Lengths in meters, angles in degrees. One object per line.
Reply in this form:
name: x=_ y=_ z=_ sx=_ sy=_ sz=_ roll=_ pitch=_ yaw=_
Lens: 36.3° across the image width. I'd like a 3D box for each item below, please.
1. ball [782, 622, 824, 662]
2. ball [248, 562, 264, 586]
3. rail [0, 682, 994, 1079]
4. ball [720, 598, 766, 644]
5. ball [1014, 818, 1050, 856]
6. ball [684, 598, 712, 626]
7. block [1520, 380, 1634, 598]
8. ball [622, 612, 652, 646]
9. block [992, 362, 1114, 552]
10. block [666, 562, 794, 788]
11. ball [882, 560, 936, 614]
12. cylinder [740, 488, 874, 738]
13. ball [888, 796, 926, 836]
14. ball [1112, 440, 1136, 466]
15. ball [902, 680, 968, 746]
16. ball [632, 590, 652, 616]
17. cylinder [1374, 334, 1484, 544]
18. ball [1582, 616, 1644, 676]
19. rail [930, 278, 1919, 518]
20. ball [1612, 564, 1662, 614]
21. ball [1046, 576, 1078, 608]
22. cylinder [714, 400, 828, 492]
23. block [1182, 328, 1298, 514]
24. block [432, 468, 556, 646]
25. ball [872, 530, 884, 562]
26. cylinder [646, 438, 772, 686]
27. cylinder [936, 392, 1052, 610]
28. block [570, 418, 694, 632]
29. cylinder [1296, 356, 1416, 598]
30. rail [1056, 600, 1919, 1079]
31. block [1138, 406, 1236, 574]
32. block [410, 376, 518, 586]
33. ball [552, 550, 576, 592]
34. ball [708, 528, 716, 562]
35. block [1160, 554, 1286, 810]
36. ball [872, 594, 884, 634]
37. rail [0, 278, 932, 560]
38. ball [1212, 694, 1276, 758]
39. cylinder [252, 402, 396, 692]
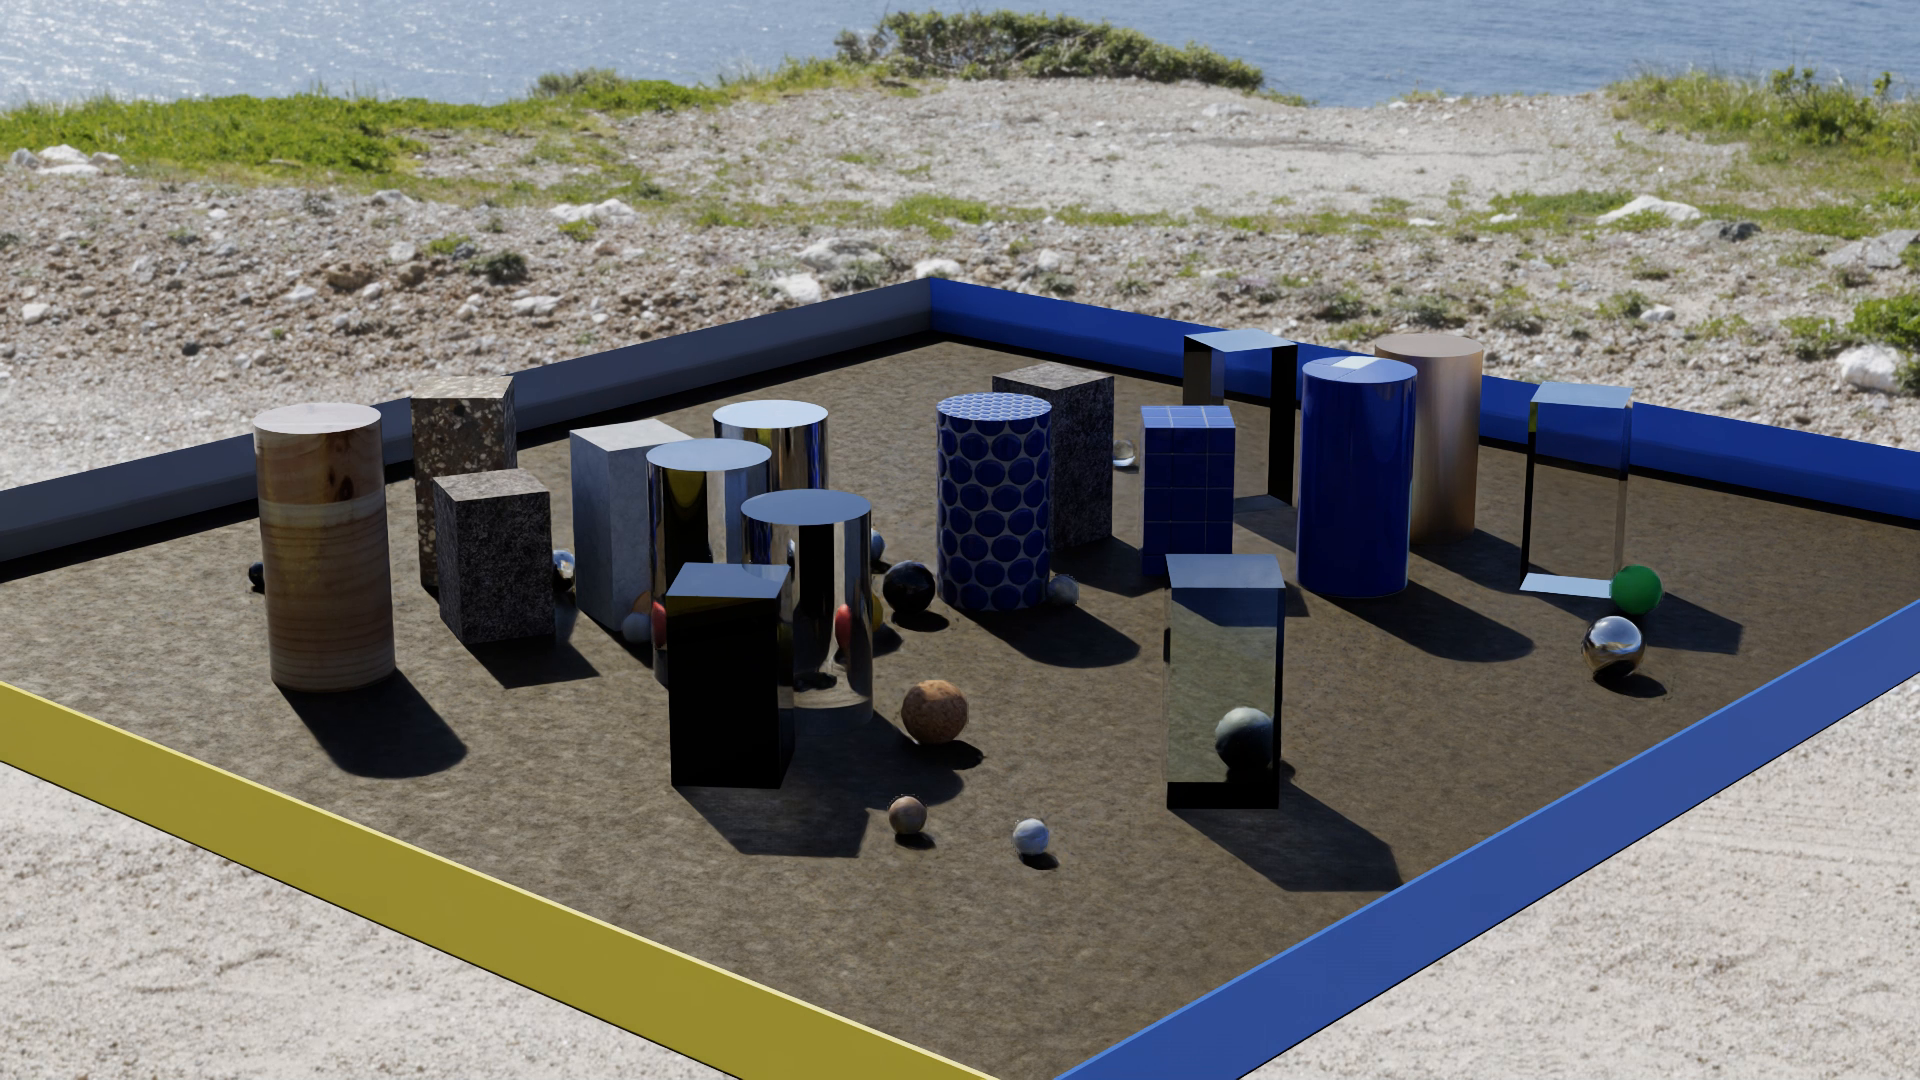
ball: x=-0.257 y=0.166 z=4.786 sx=0.068 sy=0.068 sz=0.068 roll=0 pitch=17 yaw=0
ball: x=-1.237 y=0.060 z=5.181 sx=0.042 sy=0.042 sz=0.042 roll=0 pitch=17 yaw=0
rail: x=-1.001 y=0.365 z=4.016 sx=2.888 sy=0.129 sz=0.045 roll=14 pitch=22 yaw=39
ball: x=-0.362 y=0.135 z=4.873 sx=0.076 sy=0.076 sz=0.076 roll=0 pitch=17 yaw=0
ball: x=0.098 y=0.407 z=4.016 sx=0.050 sy=0.050 sz=0.050 roll=0 pitch=17 yaw=0
ball: x=-0.443 y=0.123 z=4.965 sx=0.047 sy=0.047 sz=0.047 roll=0 pitch=17 yaw=0
block: x=1.086 y=-0.090 z=5.162 sx=0.159 sy=0.341 sz=0.159 roll=6 pitch=18 yaw=18
ball: x=-0.533 y=0.147 z=4.871 sx=0.056 sy=0.056 sz=0.056 roll=0 pitch=17 yaw=0
block: x=0.172 y=-0.156 z=5.439 sx=0.159 sy=0.307 sz=0.159 roll=16 pitch=23 yaw=43
block: x=-0.334 y=0.197 z=4.295 sx=0.159 sy=0.291 sz=0.159 roll=1 pitch=17 yaw=5
ball: x=-0.088 y=0.082 z=5.023 sx=0.092 sy=0.092 sz=0.092 roll=0 pitch=17 yaw=0
cylinder: x=-0.234 y=0.110 z=4.506 sx=0.199 sy=0.336 sz=0.199 roll=0 pitch=17 yaw=0
ball: x=-0.073 y=0.384 z=4.085 sx=0.054 sy=0.054 sz=0.054 roll=0 pitch=17 yaw=0
ball: x=0.328 y=-0.177 z=5.945 sx=0.055 sy=0.055 sz=0.055 roll=0 pitch=17 yaw=0
ball: x=-0.038 y=0.260 z=4.419 sx=0.099 sy=0.099 sz=0.099 roll=0 pitch=17 yaw=0
ball: x=-0.514 y=0.119 z=4.928 sx=0.075 sy=0.075 sz=0.075 roll=0 pitch=17 yaw=0
cylinder: x=0.867 y=-0.191 z=5.471 sx=0.199 sy=0.355 sz=0.199 roll=0 pitch=17 yaw=0
ball: x=1.051 y=0.171 z=4.716 sx=0.098 sy=0.098 sz=0.098 roll=0 pitch=17 yaw=0
rail: x=1.001 y=-0.300 z=6.223 sx=2.888 sy=0.129 sz=0.045 roll=14 pitch=22 yaw=39
ball: x=1.160 y=0.085 z=5.024 sx=0.085 sy=0.085 sz=0.085 roll=0 pitch=17 yaw=0
ball: x=0.176 y=0.090 z=5.063 sx=0.054 sy=0.054 sz=0.054 roll=0 pitch=17 yaw=0
cylinder: x=-0.328 y=-0.065 z=5.116 sx=0.199 sy=0.320 sz=0.199 roll=0 pitch=17 yaw=0
block: x=0.537 y=-0.230 z=5.664 sx=0.159 sy=0.320 sz=0.159 roll=-8 pitch=18 yaw=-24
block: x=-0.785 y=0.026 z=4.939 sx=0.159 sy=0.248 sz=0.159 roll=-7 pitch=18 yaw=-22
ball: x=-0.168 y=0.010 z=5.310 sx=0.063 sy=0.063 sz=0.063 roll=0 pitch=17 yaw=0
cylinder: x=-0.397 y=0.039 z=4.694 sx=0.199 sy=0.364 sz=0.199 roll=0 pitch=17 yaw=0
cylinder: x=0.058 y=-0.068 z=5.095 sx=0.199 sy=0.338 sz=0.199 roll=0 pitch=17 yaw=0
block: x=-0.555 y=-0.028 z=5.001 sx=0.159 sy=0.314 sz=0.159 roll=-10 pitch=19 yaw=-29
cylinder: x=0.695 y=-0.112 z=5.155 sx=0.199 sy=0.386 sz=0.199 roll=0 pitch=17 yaw=0
rail: x=1.072 y=0.301 z=4.228 sx=0.045 sy=0.129 sz=3.100 roll=14 pitch=22 yaw=39
block: x=0.407 y=-0.091 z=5.284 sx=0.159 sy=0.272 sz=0.159 roll=0 pitch=17 yaw=0
block: x=-0.876 y=-0.106 z=5.214 sx=0.159 sy=0.341 sz=0.159 roll=0 pitch=17 yaw=-1
ball: x=-0.704 y=0.054 z=5.144 sx=0.075 sy=0.075 sz=0.075 roll=0 pitch=17 yaw=0
ball: x=-0.406 y=0.009 z=5.266 sx=0.091 sy=0.091 sz=0.091 roll=0 pitch=17 yaw=0
block: x=0.375 y=0.202 z=4.209 sx=0.159 sy=0.331 sz=0.159 roll=0 pitch=17 yaw=1
ball: x=-0.169 y=0.123 z=4.902 sx=0.083 sy=0.083 sz=0.083 roll=0 pitch=17 yaw=0
rail: x=-1.072 y=-0.236 z=6.011 sx=0.045 sy=0.129 sz=3.100 roll=14 pitch=22 yaw=39
ball: x=0.422 y=0.277 z=4.364 sx=0.095 sy=0.095 sz=0.095 roll=0 pitch=17 yaw=0
cylinder: x=-1.014 y=0.011 z=4.684 sx=0.199 sy=0.424 sz=0.199 roll=0 pitch=17 yaw=0
